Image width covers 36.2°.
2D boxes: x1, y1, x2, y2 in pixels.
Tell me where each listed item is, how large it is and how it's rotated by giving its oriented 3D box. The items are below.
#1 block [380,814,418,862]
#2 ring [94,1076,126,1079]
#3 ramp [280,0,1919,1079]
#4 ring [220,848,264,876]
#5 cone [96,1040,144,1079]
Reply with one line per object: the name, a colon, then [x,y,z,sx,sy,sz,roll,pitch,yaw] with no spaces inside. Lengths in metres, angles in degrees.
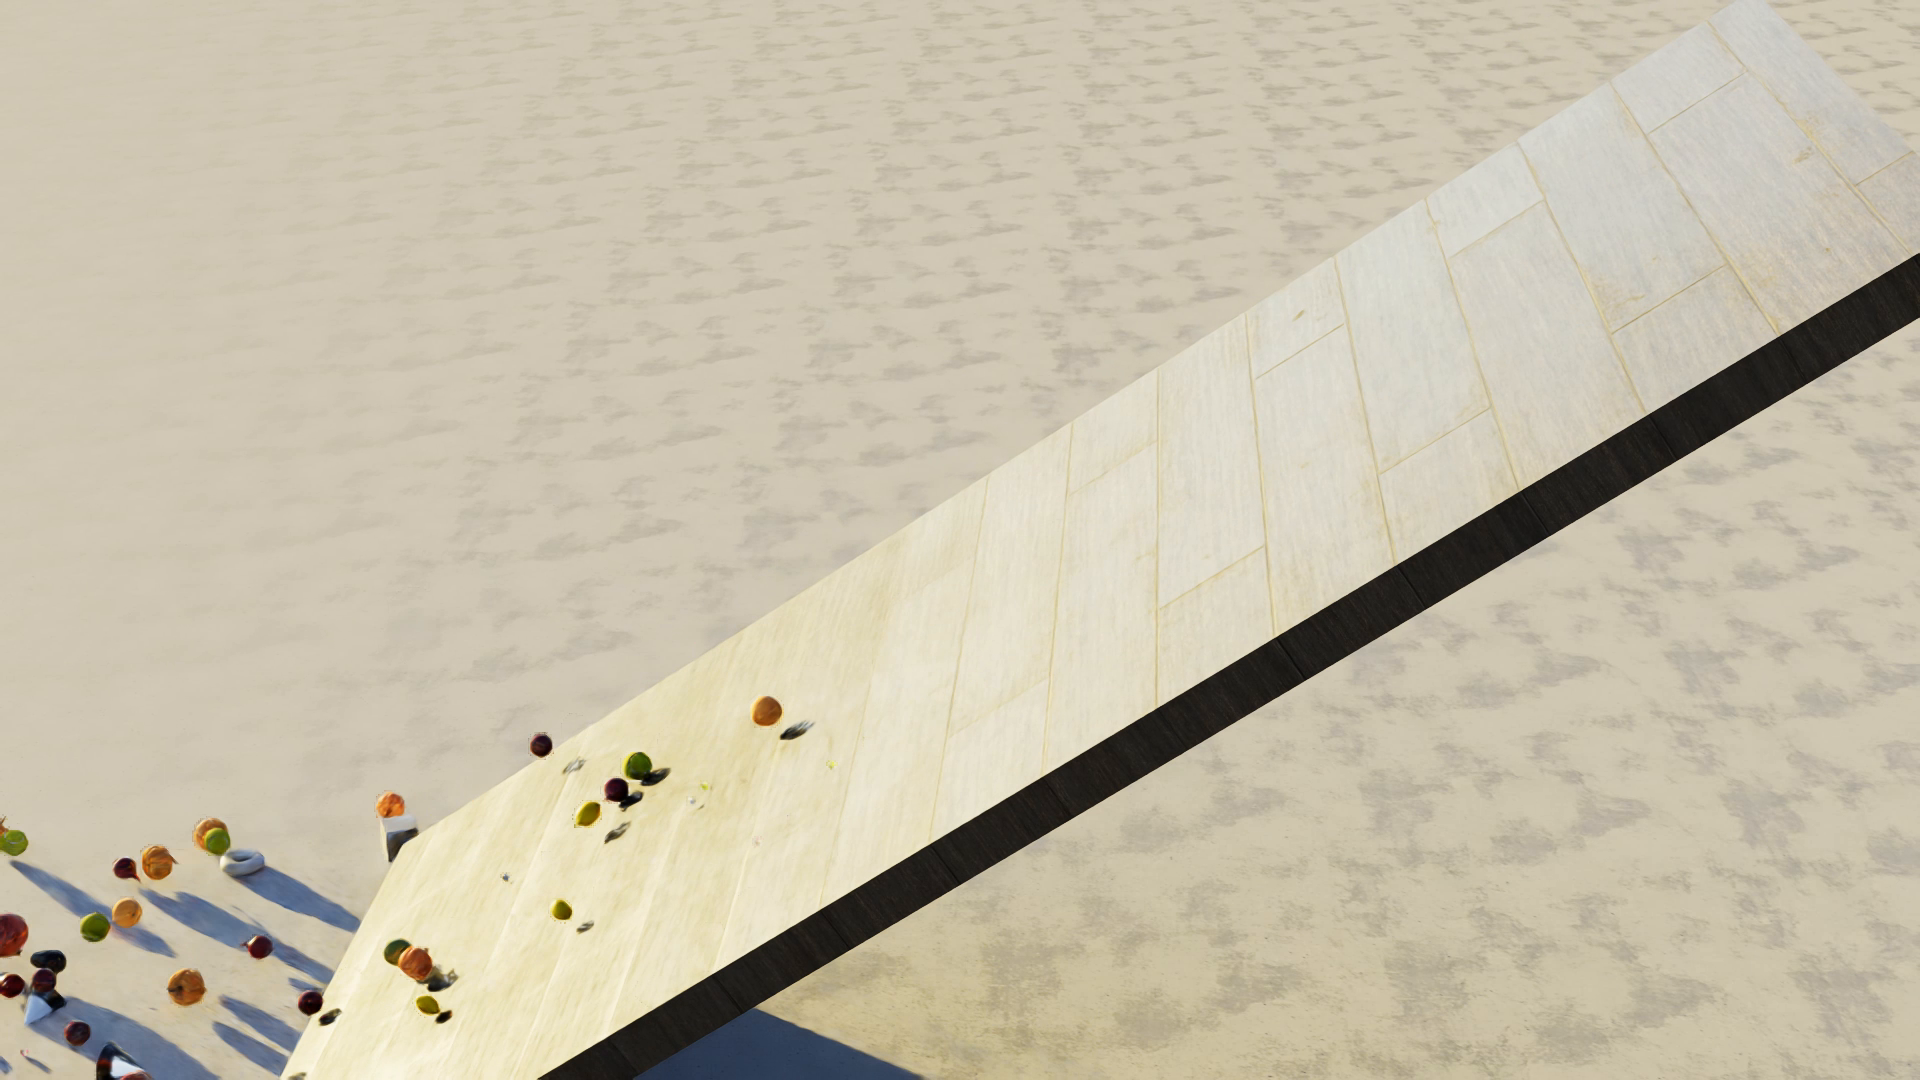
block: [-1.495,0.796,7.856,0.087,0.087,0.087,-8,22,-19]
ring: [-1.959,1.249,6.768,0.078,0.026,0.078,-4,16,1]
ramp: [0.136,0.173,6.304,4.000,0.100,2.000,-32,16,15]
ring: [-1.898,0.852,7.779,0.116,0.039,0.116,1,20,0]
cone: [-1.915,1.205,6.743,0.096,0.096,0.096,13,23,5]
